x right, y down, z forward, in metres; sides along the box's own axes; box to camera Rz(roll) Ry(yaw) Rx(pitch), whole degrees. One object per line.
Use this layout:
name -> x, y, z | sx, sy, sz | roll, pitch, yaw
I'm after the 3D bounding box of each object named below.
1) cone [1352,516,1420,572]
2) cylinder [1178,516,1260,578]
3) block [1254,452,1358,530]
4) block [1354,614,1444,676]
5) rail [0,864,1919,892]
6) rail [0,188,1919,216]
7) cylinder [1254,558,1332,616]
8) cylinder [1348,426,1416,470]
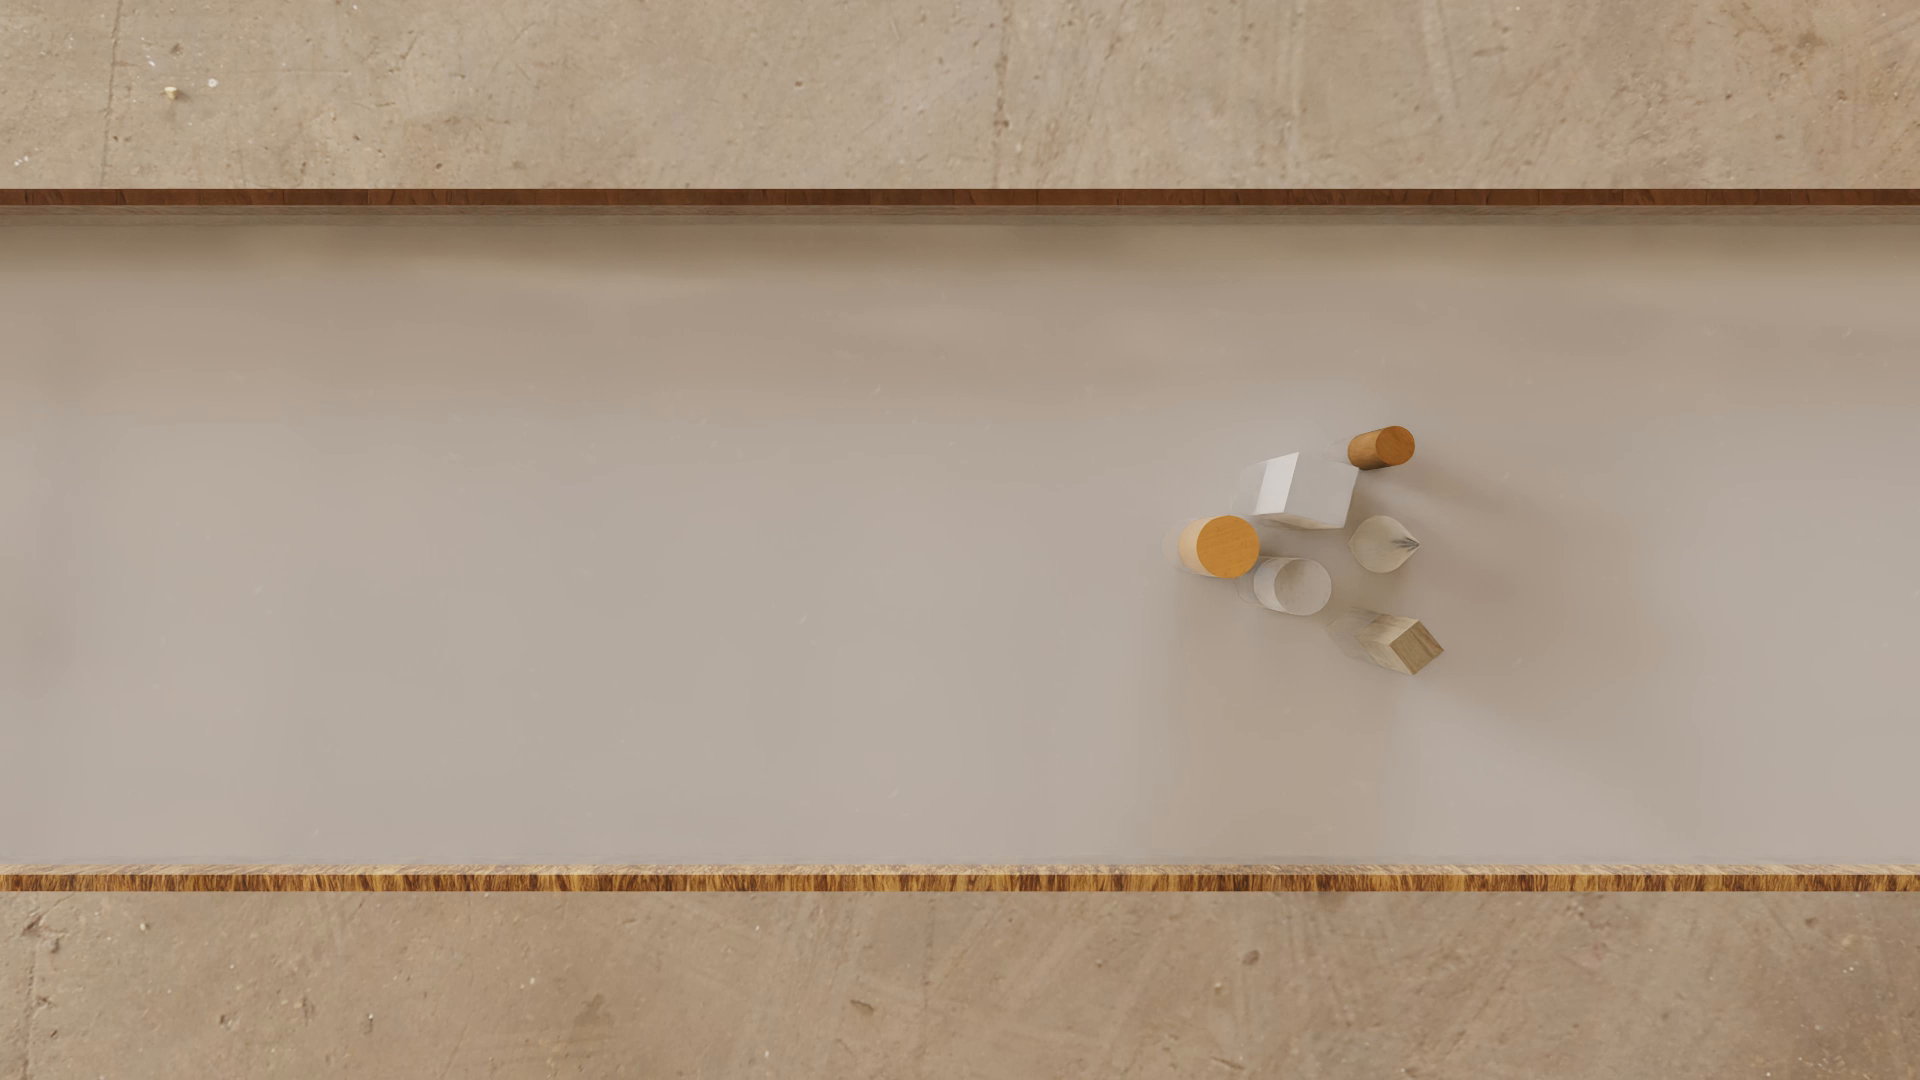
cone -> 1.296, 0.013, 4.855 | 0.176, 0.443, 0.176 | 0, 90, 0
cylinder -> 0.760, 0.020, 4.879 | 0.179, 0.396, 0.179 | 0, 90, 0
block -> 1.011, -0.140, 4.847 | 0.174, 0.460, 0.174 | 15, 90, 0
block -> 1.292, 0.305, 4.872 | 0.112, 0.408, 0.112 | -39, 90, 0
rail -> -2.247, 1.025, 5.001 | 12.000, 0.150, 0.050 | 0, 90, 0
rail -> -2.247, -1.025, 5.002 | 12.000, 0.150, 0.050 | 0, 90, 0
cylinder -> 0.986, 0.135, 4.909 | 0.165, 0.335, 0.165 | 0, 90, 0
cylinder -> 1.249, -0.271, 4.905 | 0.114, 0.343, 0.114 | 0, 90, 0
